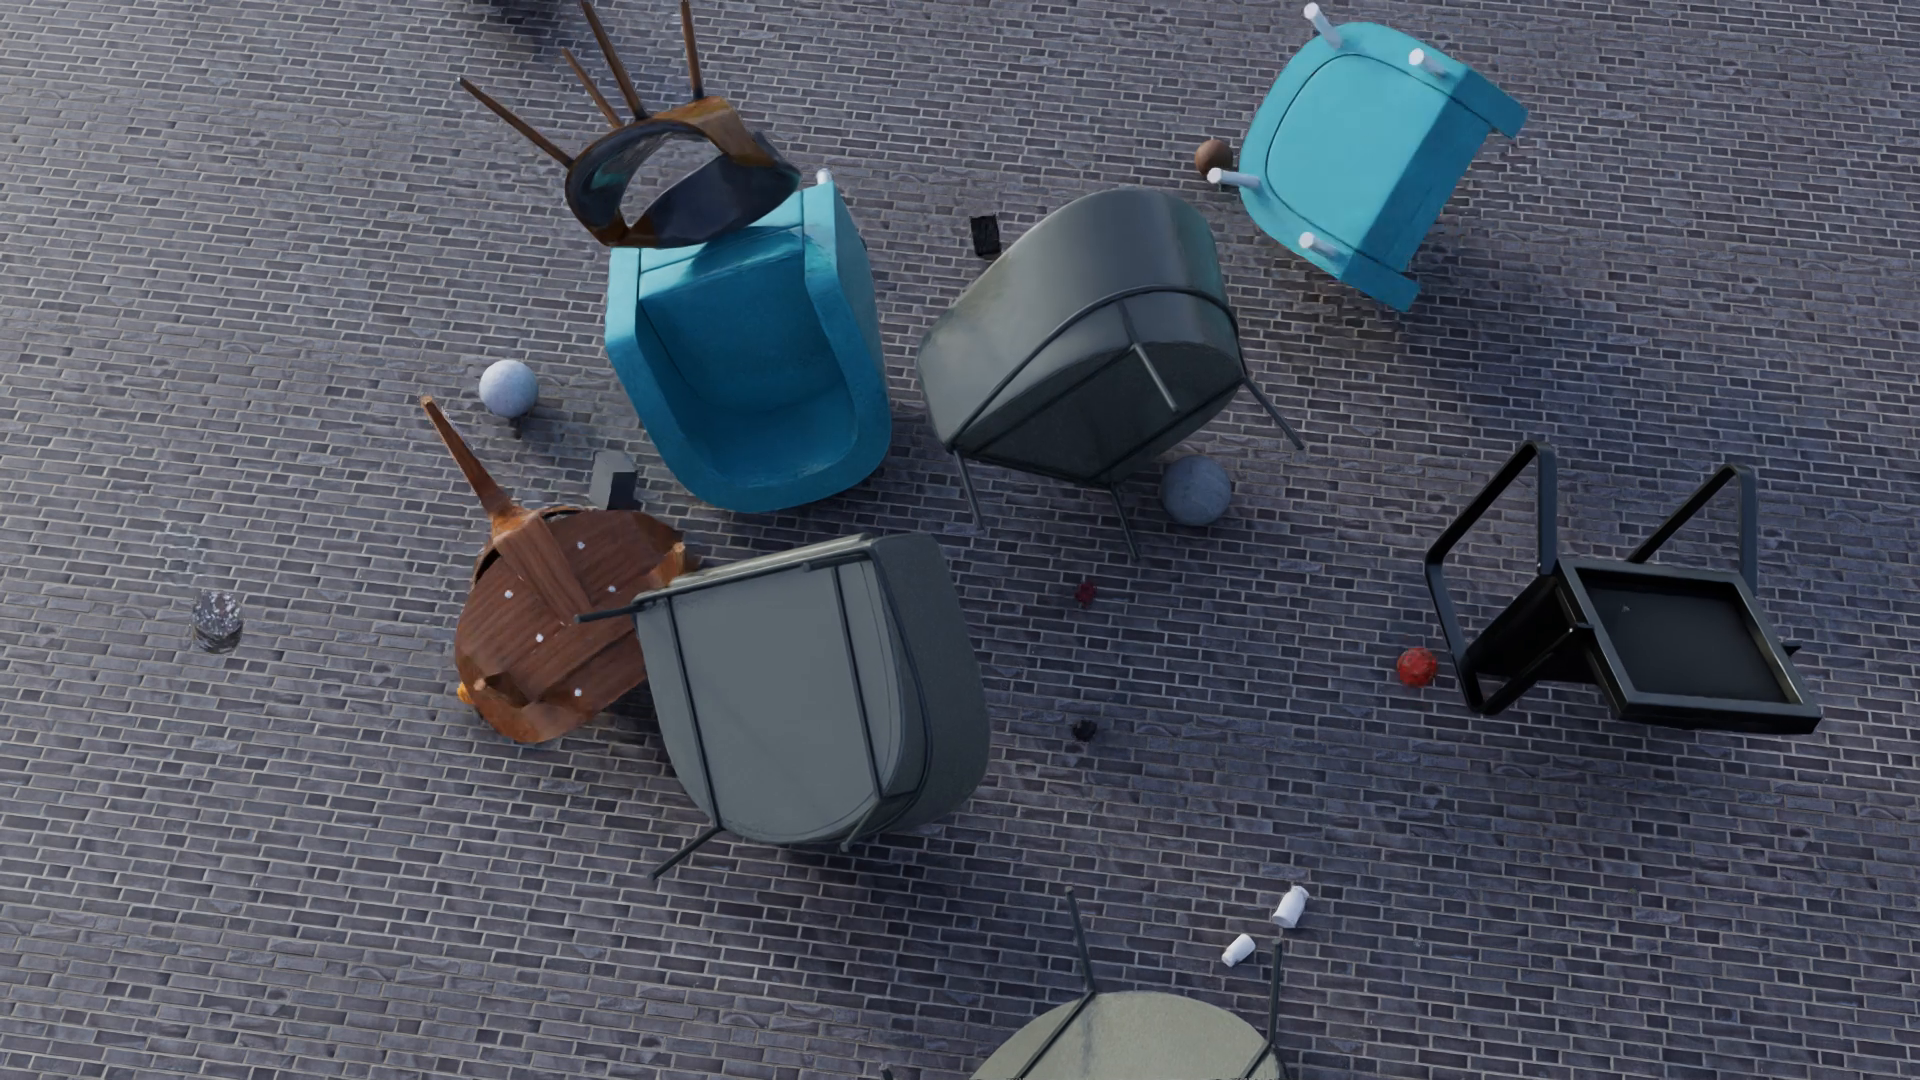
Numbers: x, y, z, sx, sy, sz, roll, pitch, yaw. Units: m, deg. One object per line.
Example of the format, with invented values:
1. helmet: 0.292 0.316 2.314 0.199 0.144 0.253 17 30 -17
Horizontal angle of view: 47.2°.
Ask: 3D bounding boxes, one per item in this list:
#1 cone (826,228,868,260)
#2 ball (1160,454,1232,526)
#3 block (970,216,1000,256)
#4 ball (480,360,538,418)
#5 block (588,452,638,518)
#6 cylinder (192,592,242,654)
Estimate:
1. cone: -0.393 -0.970 7.191 0.095 0.162 0.094 14 84 56
2. ball: 0.700 -0.147 6.544 0.213 0.213 0.213 0 56 0
3. block: 0.084 -0.990 7.148 0.079 0.064 0.115 -7 89 7
4. ball: -1.390 -0.466 6.779 0.179 0.179 0.179 0 56 0
5. block: -1.035 -0.166 6.557 0.078 0.154 0.131 -3 30 -34
6. cylinder: -2.010 0.226 5.947 0.134 0.172 0.113 35 62 -5
